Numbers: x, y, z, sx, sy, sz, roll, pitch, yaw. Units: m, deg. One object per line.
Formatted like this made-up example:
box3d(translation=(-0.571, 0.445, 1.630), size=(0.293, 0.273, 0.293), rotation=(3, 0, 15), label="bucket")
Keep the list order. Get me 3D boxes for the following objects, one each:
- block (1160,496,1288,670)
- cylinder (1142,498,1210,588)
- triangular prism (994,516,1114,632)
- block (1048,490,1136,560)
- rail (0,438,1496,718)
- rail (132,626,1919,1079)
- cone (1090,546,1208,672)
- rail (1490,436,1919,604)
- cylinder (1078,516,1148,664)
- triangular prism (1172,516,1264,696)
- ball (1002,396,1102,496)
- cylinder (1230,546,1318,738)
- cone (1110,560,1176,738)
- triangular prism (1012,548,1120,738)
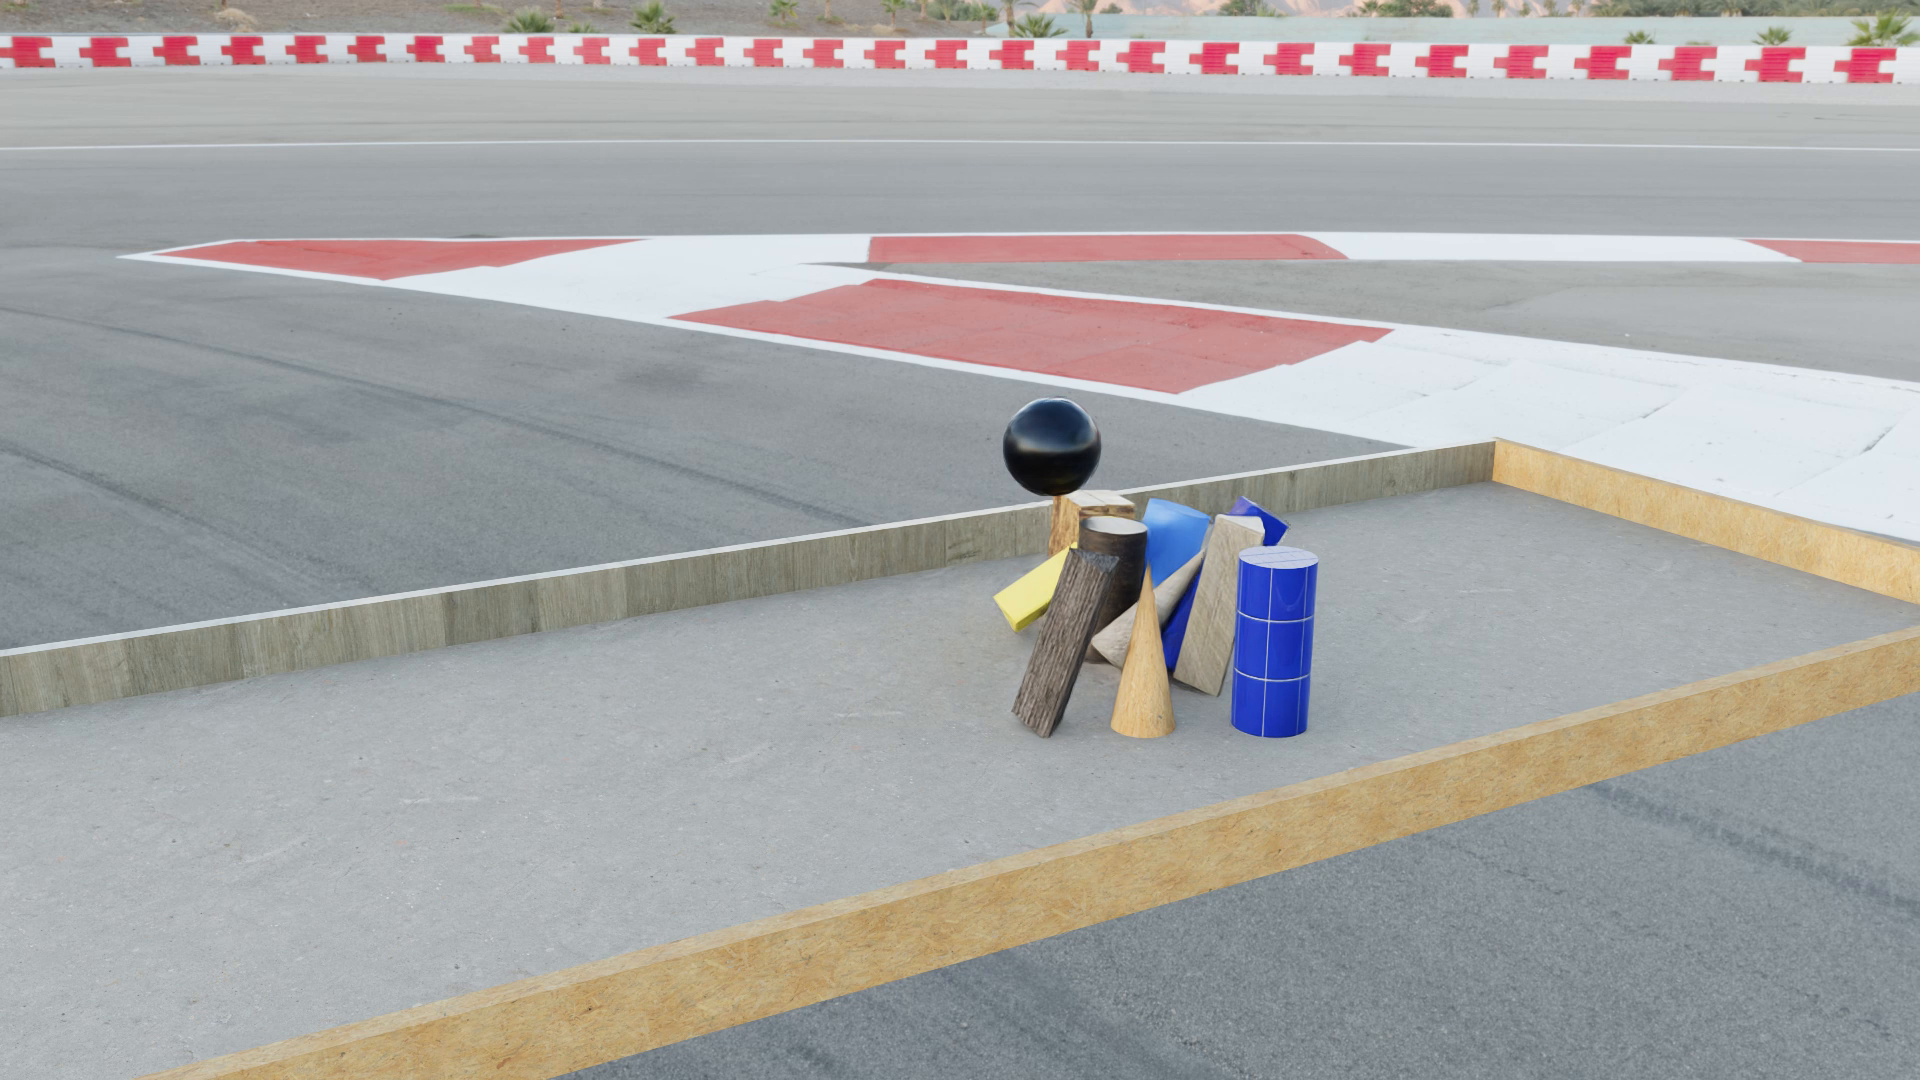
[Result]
box3d(translation=(0.641, 0.117, 4.154), size=(0.112, 0.456, 0.112), rotation=(31, 9, -9), label="block")
box3d(translation=(0.538, 0.079, 4.415), size=(0.169, 0.344, 0.169), rotation=(16, 10, -3), label="cylinder")
box3d(translation=(0.284, 0.086, 4.476), size=(0.397, 0.104, 0.120), rotation=(-34, -14, -8), label="triangular prism")
box3d(translation=(0.363, 0.039, 4.626), size=(0.169, 0.325, 0.169), rotation=(-2, 16, -22), label="block")
box3d(translation=(-3.305, 0.497, 3.399), size=(12.000, 0.150, 0.050), rotation=(-9, 18, -27), label="rail")
box3d(translation=(-2.336, 1.006, 1.665), size=(12.000, 0.150, 0.050), rotation=(-9, 18, -27), label="rail")
box3d(translation=(0.518, 0.143, 4.143), size=(0.142, 0.420, 0.142), rotation=(40, 7, -6), label="cone")
box3d(translation=(2.466, -0.048, 5.253), size=(0.050, 0.150, 2.100), rotation=(-9, 18, -27), label="rail")
box3d(translation=(0.384, 0.128, 4.286), size=(0.176, 0.345, 0.176), rotation=(4, 15, -1), label="cylinder")
box3d(translation=(0.657, 0.154, 4.052), size=(0.129, 0.432, 0.112), rotation=(23, 21, 29), label="triangular prism")
box3d(translation=(0.254, -0.257, 4.554), size=(0.276, 0.276, 0.276), rotation=(0, 16, 0), label="ball")
box3d(translation=(0.728, 0.235, 3.827), size=(0.180, 0.410, 0.180), rotation=(0, 16, 0), label="cylinder")
box3d(translation=(0.430, 0.238, 3.818), size=(0.153, 0.410, 0.153), rotation=(0, 16, 0), label="cone")
box3d(translation=(0.261, 0.234, 3.786), size=(0.107, 0.436, 0.123), rotation=(-4, 31, -43), label="triangular prism")
